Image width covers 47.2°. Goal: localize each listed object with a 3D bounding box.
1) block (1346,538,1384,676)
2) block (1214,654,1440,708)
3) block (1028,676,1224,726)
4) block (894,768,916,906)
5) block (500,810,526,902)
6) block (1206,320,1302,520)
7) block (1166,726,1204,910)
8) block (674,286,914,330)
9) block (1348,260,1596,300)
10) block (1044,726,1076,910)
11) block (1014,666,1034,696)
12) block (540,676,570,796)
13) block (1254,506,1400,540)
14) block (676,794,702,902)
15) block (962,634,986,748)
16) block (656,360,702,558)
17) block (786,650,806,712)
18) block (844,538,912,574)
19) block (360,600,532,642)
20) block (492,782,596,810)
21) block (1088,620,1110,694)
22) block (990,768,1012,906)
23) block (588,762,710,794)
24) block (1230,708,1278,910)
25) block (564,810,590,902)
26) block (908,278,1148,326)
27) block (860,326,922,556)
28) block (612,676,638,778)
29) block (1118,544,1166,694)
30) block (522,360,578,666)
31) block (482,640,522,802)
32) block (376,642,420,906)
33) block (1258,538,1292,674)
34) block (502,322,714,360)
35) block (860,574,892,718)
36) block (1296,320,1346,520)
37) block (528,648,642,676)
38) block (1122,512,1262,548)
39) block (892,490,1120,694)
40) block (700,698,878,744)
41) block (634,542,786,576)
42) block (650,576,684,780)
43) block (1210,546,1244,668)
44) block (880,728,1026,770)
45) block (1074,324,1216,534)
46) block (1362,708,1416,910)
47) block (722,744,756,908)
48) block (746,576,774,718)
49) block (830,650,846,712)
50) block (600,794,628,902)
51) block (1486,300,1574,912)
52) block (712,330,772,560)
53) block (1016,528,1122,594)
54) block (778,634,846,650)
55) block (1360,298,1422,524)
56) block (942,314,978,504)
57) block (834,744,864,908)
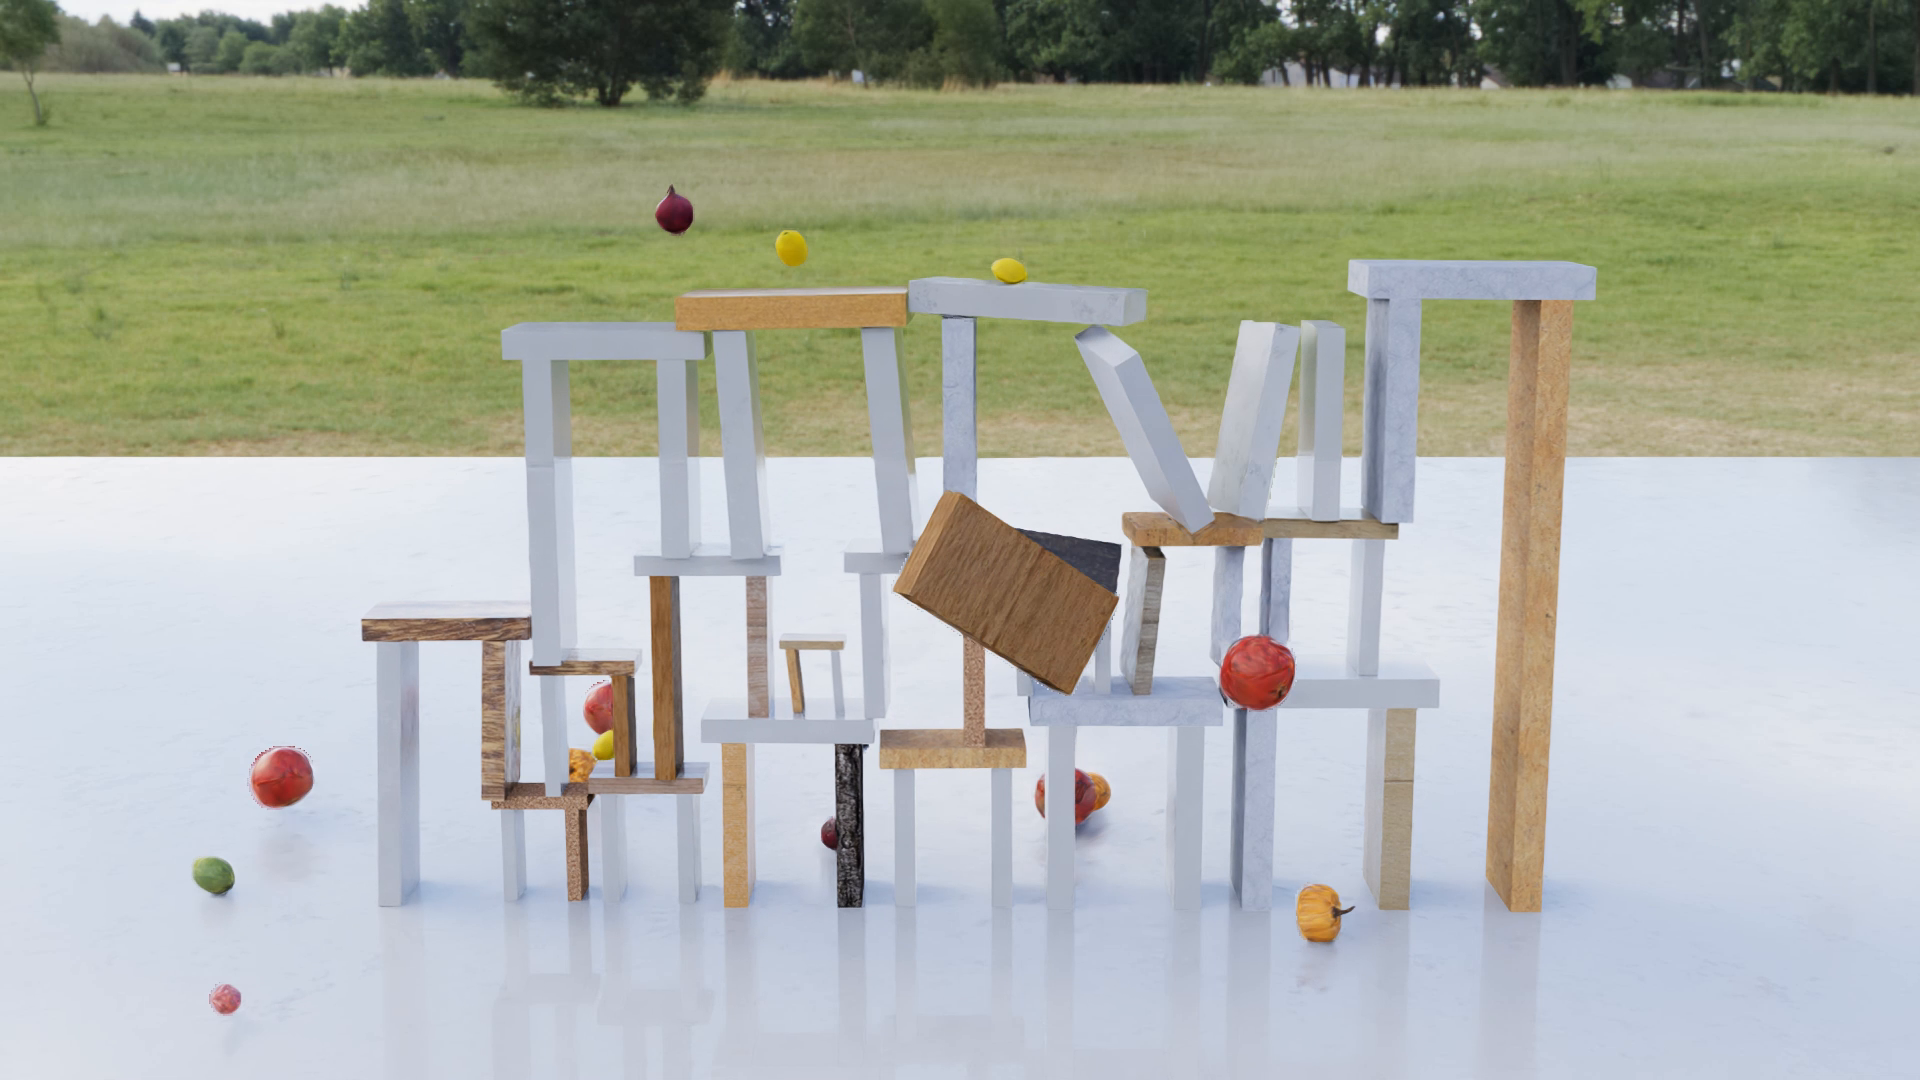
[{"bbox_3d":[0.659,0.099,3.576,0.031,0.222,0.111,1,11,-1],"label":"block"},{"bbox_3d":[0.598,0.231,3.607,0.340,0.048,0.170,0,11,0],"label":"block"},{"bbox_3d":[0.268,0.264,3.608,0.310,0.044,0.155,0,11,0],"label":"block"},{"bbox_3d":[-0.090,0.474,3.643,0.034,0.238,0.119,0,11,0],"label":"block"},{"bbox_3d":[-0.742,0.512,3.657,0.022,0.158,0.079,0,11,0],"label":"block"},{"bbox_3d":[0.465,-0.193,3.495,0.043,0.304,0.152,9,5,-14],"label":"block"},{"bbox_3d":[0.371,0.438,3.640,0.044,0.310,0.155,0,11,0],"label":"block"},{"bbox_3d":[-0.257,-0.368,3.475,0.357,0.051,0.179,-1,11,3],"label":"block"},{"bbox_3d":[0.806,-0.413,3.482,0.352,0.050,0.176,0,11,0],"label":"block"},{"bbox_3d":[0.165,0.438,3.640,0.044,0.310,0.155,0,11,0],"label":"block"},{"bbox_3d":[0.101,0.155,3.583,0.026,0.182,0.091,-3,11,0],"label":"block"},{"bbox_3d":[-0.667,0.312,3.621,0.024,0.205,0.086,-1,11,0],"label":"block"},{"bbox_3d":[0.587,-0.028,3.552,0.222,0.031,0.111,1,11,0],"label":"block"},{"bbox_3d":[-0.450,0.498,3.653,0.027,0.187,0.094,0,11,0],"label":"block"},{"bbox_3d":[0.022,0.184,3.585,0.034,0.285,0.119,0,11,-1],"label":"block"},{"bbox_3d":[-0.450,-0.141,3.534,0.045,0.315,0.158,0,11,0],"label":"block"},{"bbox_3d":[-0.269,0.225,3.600,0.015,0.105,0.053,-6,10,3],"label":"block"},{"bbox_3d":[-0.063,0.027,3.557,0.238,0.034,0.119,1,11,4],"label":"block"},{"bbox_3d":[-0.828,0.131,3.589,0.265,0.038,0.133,0,11,-2],"label":"block"},{"bbox_3d":[-0.689,0.424,3.641,0.157,0.022,0.079,0,11,0],"label":"block"},{"bbox_3d":[0.227,0.152,3.587,0.026,0.182,0.091,-1,9,-3],"label":"block"},{"bbox_3d":[0.068,0.474,3.643,0.034,0.238,0.119,0,11,0],"label":"block"},{"bbox_3d":[-0.512,0.393,3.634,0.187,0.027,0.094,0,11,0],"label":"block"},{"bbox_3d":[0.485,0.422,3.643,0.048,0.340,0.170,0,11,0],"label":"block"},{"bbox_3d":[-0.637,0.512,3.657,0.022,0.157,0.079,0,11,0],"label":"block"},{"bbox_3d":[0.108,-0.374,3.441,0.342,0.048,0.171,5,10,16],"label":"block"},{"bbox_3d":[-0.108,-0.169,3.518,0.051,0.357,0.179,-5,10,3],"label":"block"},{"bbox_3d":[-0.552,0.295,3.617,0.024,0.171,0.086,0,11,0],"label":"block"},{"bbox_3d":[0.294,0.120,3.559,0.029,0.240,0.103,0,23,-10],"label":"block"},{"bbox_3d":[-0.661,-0.054,3.552,0.045,0.492,0.157,0,11,0],"label":"block"},{"bbox_3d":[-0.753,0.282,3.614,0.038,0.266,0.133,3,11,0],"label":"block"},{"bbox_3d":[-0.927,0.370,3.631,0.038,0.445,0.133,2,10,-1],"label":"block"},{"bbox_3d":[0.511,0.097,3.573,0.031,0.222,0.111,1,9,-1],"label":"block"},{"bbox_3d":[-0.556,-0.318,3.502,0.315,0.045,0.158,0,11,0],"label":"block"},{"bbox_3d":[-0.137,0.160,3.583,0.034,0.238,0.119,-1,11,3],"label":"block"},{"bbox_3d":[0.577,-0.194,3.524,0.043,0.304,0.152,0,11,-1],"label":"block"},{"bbox_3d":[-0.611,0.199,3.599,0.171,0.024,0.086,0,11,0],"label":"block"},{"bbox_3d":[0.370,-0.018,3.513,0.205,0.029,0.103,-1,16,-8],"label":"block"},{"bbox_3d":[0.074,0.083,3.355,0.342,0.171,0.048,33,-10,-30],"label":"block"},{"bbox_3d":[-0.277,0.296,3.615,0.279,0.040,0.140,0,11,1],"label":"block"},{"bbox_3d":[-0.403,0.030,3.566,0.234,0.033,0.117,0,11,0],"label":"block"},{"bbox_3d":[-0.479,0.213,3.601,0.033,0.339,0.117,0,11,0],"label":"block"},{"bbox_3d":[0.435,0.098,3.578,0.029,0.205,0.103,2,7,-4],"label":"block"},{"bbox_3d":[-0.013,0.342,3.609,0.238,0.034,0.119,0,11,-2],"label":"block"},{"bbox_3d":[0.285,-0.172,3.397,0.043,0.324,0.152,-32,31,-6],"label":"block"},{"bbox_3d":[0.711,0.421,3.645,0.048,0.340,0.170,0,11,1],"label":"block"},{"bbox_3d":[-0.366,0.452,3.646,0.040,0.279,0.140,0,11,0],"label":"block"},{"bbox_3d":[-0.326,0.161,3.590,0.033,0.234,0.117,0,11,0],"label":"block"},{"bbox_3d":[-0.200,0.225,3.599,0.015,0.105,0.053,-4,11,0],"label":"block"},{"bbox_3d":[-0.575,0.498,3.654,0.027,0.187,0.094,0,11,0],"label":"block"},{"bbox_3d":[0.923,0.101,3.577,0.050,0.994,0.176,0,11,0],"label":"block"},{"bbox_3d":[-0.348,-0.164,3.525,0.051,0.361,0.179,-4,11,0],"label":"block"},{"bbox_3d":[0.163,0.040,3.520,0.182,0.091,0.026,9,-18,0],"label":"block"},{"bbox_3d":[-0.240,0.166,3.586,0.105,0.015,0.053,1,11,2],"label":"block"},{"bbox_3d":[0.688,-0.216,3.519,0.050,0.352,0.176,0,11,-1],"label":"block"},{"bbox_3d":[0.001,-0.173,3.513,0.048,0.375,0.171,0,11,2],"label":"block"},{"bbox_3d":[-0.182,0.452,3.646,0.040,0.279,0.139,0,11,0],"label":"block"}]
